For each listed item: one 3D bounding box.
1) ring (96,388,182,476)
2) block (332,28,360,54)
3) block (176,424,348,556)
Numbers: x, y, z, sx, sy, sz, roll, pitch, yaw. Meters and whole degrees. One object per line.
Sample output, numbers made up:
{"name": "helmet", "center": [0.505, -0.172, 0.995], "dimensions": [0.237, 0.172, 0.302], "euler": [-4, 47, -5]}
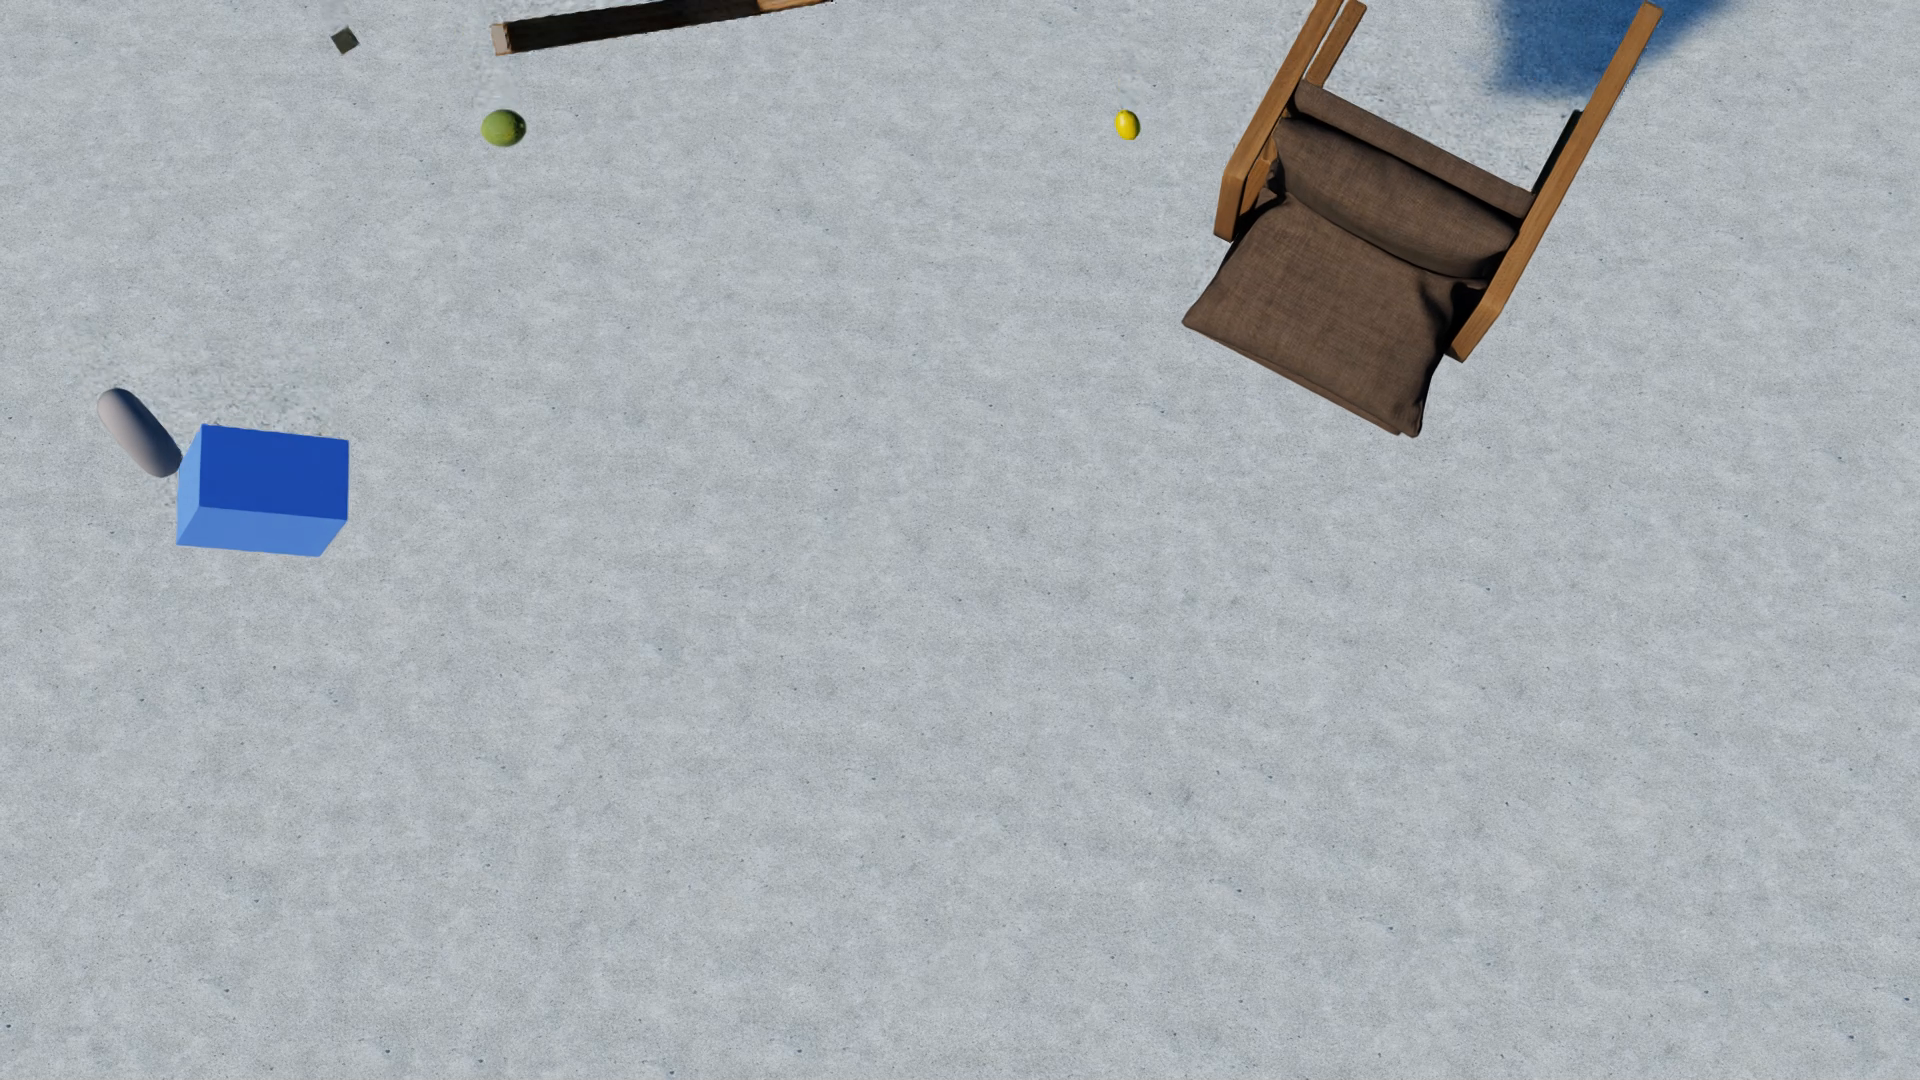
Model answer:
{"name": "ring", "center": [-1.684, -0.219, 4.515], "dimensions": [0.078, 0.241, 0.125], "euler": [-35, 48, -8]}
{"name": "block", "center": [-1.236, -1.004, 4.422], "dimensions": [0.035, 0.040, 0.033], "euler": [-29, 20, 7]}
{"name": "block", "center": [-1.011, -0.069, 3.186], "dimensions": [0.205, 0.173, 0.123], "euler": [6, 69, -28]}
